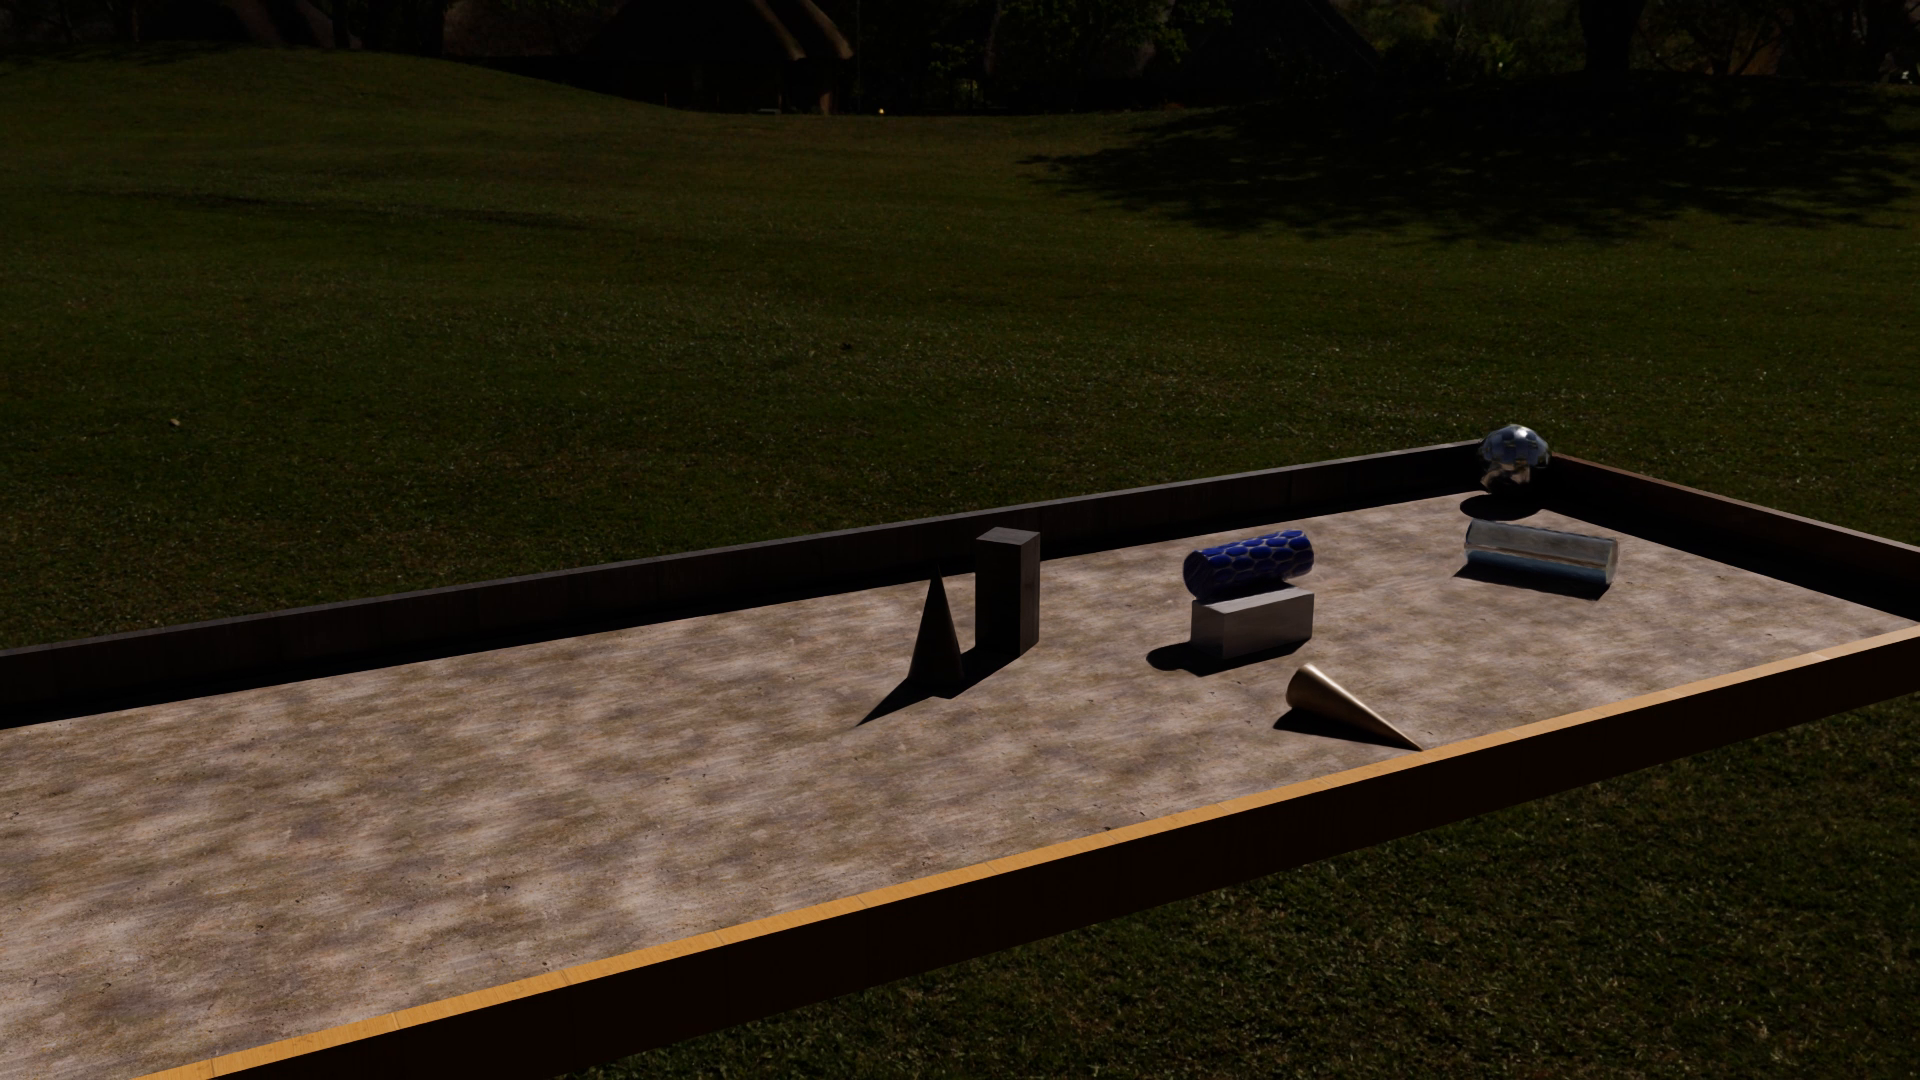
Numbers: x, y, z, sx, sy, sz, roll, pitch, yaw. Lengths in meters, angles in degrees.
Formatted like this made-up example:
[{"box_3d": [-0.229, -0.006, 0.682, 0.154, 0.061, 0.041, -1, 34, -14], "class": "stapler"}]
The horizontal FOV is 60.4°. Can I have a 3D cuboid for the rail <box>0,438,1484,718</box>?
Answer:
[{"box_3d": [-3.305, 0.497, 3.399, 12.000, 0.150, 0.050, -9, 18, -27], "class": "rail"}]

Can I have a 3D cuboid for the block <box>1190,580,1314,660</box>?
[{"box_3d": [0.782, 0.212, 4.407, 0.319, 0.128, 0.128, -10, 19, -31], "class": "block"}]

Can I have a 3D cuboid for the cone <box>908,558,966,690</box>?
[{"box_3d": [-0.058, 0.196, 4.120, 0.151, 0.321, 0.151, 0, 16, 0], "class": "cone"}]

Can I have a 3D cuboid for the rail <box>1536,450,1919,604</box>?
[{"box_3d": [2.466, -0.048, 5.253, 0.050, 0.150, 2.100, -9, 18, -27], "class": "rail"}]

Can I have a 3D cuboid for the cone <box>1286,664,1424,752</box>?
[{"box_3d": [0.938, 0.415, 3.840, 0.117, 0.117, 0.360, -14, 31, -39], "class": "cone"}]

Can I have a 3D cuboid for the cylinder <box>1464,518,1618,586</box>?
[{"box_3d": [1.757, 0.034, 4.994, 0.418, 0.137, 0.137, 11, 20, 33], "class": "cylinder"}]

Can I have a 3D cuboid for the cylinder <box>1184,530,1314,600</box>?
[{"box_3d": [0.789, 0.066, 4.500, 0.348, 0.131, 0.131, -11, 20, -29], "class": "cylinder"}]

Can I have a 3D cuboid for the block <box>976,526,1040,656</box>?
[{"box_3d": [0.126, 0.135, 4.354, 0.129, 0.305, 0.129, 8, 18, 24], "class": "block"}]

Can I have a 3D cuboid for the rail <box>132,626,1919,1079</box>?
[{"box_3d": [-2.336, 1.006, 1.665, 12.000, 0.150, 0.050, -9, 18, -27], "class": "rail"}]

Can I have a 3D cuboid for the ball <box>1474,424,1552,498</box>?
[{"box_3d": [1.957, -0.277, 5.833, 0.261, 0.261, 0.261, 0, 16, 0], "class": "ball"}]
